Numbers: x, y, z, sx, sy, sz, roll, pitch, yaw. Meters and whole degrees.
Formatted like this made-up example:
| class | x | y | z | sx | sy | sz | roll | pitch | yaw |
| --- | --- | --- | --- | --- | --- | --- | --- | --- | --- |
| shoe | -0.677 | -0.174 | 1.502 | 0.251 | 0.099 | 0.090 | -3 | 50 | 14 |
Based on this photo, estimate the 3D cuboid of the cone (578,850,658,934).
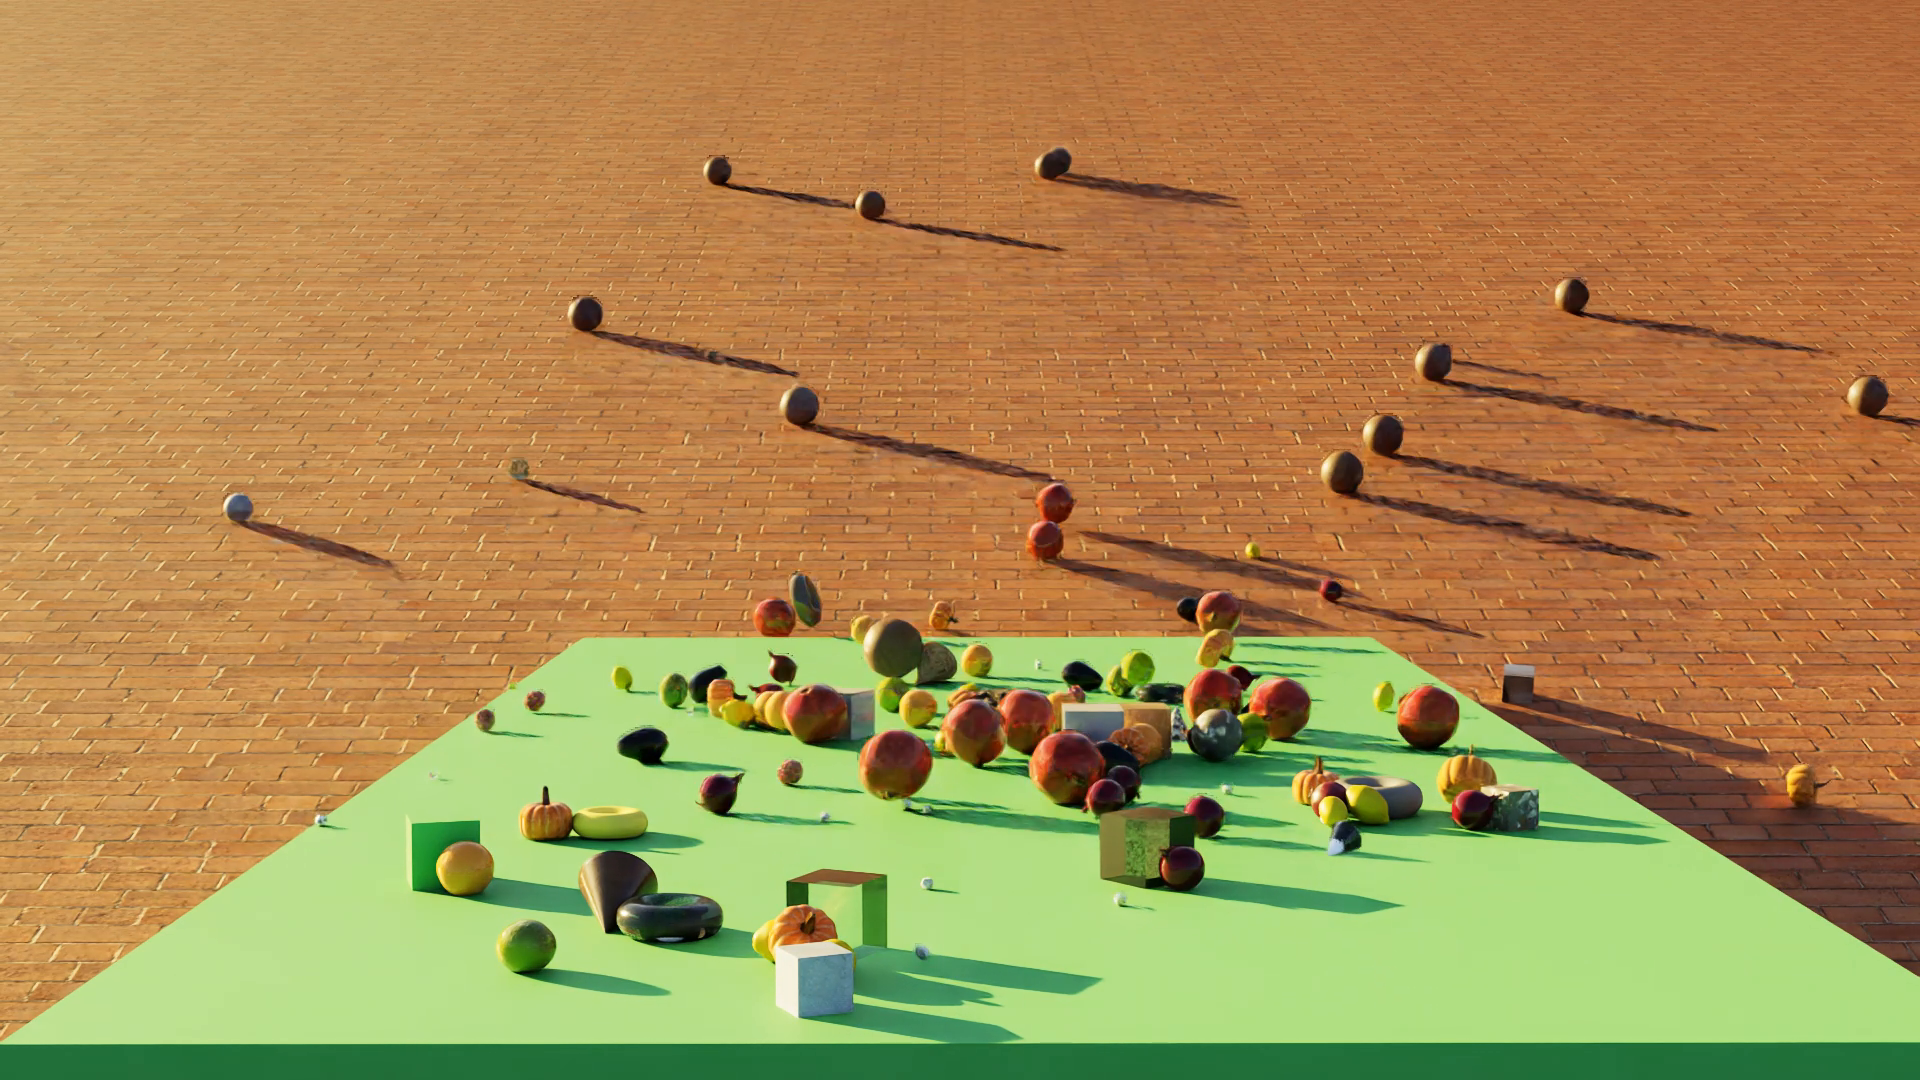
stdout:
| class | x | y | z | sx | sy | sz | roll | pitch | yaw |
| --- | --- | --- | --- | --- | --- | --- | --- | --- | --- |
| cone | -0.417 | 0.441 | 3.077 | 0.098 | 0.098 | 0.098 | 1 | 30 | 2 |

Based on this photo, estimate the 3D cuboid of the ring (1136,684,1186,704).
| class | x | y | z | sx | sy | sz | roll | pitch | yaw |
| --- | --- | --- | --- | --- | --- | --- | --- | --- | --- |
| ring | 0.410 | 0.312 | 5.225 | 0.102 | 0.034 | 0.102 | -1 | 3 | 0 |

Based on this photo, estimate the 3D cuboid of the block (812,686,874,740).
| class | x | y | z | sx | sy | sz | roll | pitch | yaw |
| --- | --- | --- | --- | --- | --- | --- | --- | --- | --- |
| block | -0.215 | 0.318 | 4.720 | 0.085 | 0.085 | 0.085 | 2 | 4 | 29 |

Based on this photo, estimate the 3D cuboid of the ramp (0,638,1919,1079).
| class | x | y | z | sx | sy | sz | roll | pitch | yaw |
| --- | --- | --- | --- | --- | --- | --- | --- | --- | --- |
| ramp | 0.047 | 0.422 | 4.534 | 2.000 | 0.100 | 4.000 | 0 | 4 | 0 |

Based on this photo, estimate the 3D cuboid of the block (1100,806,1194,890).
| class | x | y | z | sx | sy | sz | roll | pitch | yaw |
| --- | --- | --- | --- | --- | --- | --- | --- | --- | --- |
| block | 0.245 | 0.402 | 3.358 | 0.087 | 0.087 | 0.087 | -3 | 5 | -39 |

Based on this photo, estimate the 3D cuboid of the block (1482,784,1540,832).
| class | x | y | z | sx | sy | sz | roll | pitch | yaw |
| --- | --- | --- | --- | --- | --- | --- | --- | --- | --- |
| block | 0.804 | 0.391 | 3.752 | 0.058 | 0.058 | 0.058 | -2 | 4 | -29 |

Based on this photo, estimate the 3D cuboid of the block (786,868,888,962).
| class | x | y | z | sx | sy | sz | roll | pitch | yaw |
| --- | --- | --- | --- | --- | --- | --- | --- | --- | --- |
| block | -0.141 | 0.429 | 2.940 | 0.085 | 0.085 | 0.085 | 2 | 4 | 26 |

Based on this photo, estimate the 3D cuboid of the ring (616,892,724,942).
| class | x | y | z | sx | sy | sz | roll | pitch | yaw |
| --- | --- | --- | --- | --- | --- | --- | --- | --- | --- |
| ring | -0.342 | 0.445 | 3.029 | 0.127 | 0.042 | 0.127 | 1 | 3 | 0 |

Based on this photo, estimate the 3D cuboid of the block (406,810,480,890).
| class | x | y | z | sx | sy | sz | roll | pitch | yaw |
| --- | --- | --- | --- | --- | --- | --- | --- | --- | --- |
| block | -0.673 | 0.403 | 3.344 | 0.087 | 0.087 | 0.087 | -1 | 4 | -17 |

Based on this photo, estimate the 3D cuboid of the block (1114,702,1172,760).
| class | x | y | z | sx | sy | sz | roll | pitch | yaw |
| --- | --- | --- | --- | --- | --- | --- | --- | --- | --- |
| block | 0.318 | 0.332 | 4.472 | 0.087 | 0.087 | 0.087 | 0 | 4 | -4 |

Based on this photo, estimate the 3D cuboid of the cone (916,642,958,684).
| class | x | y | z | sx | sy | sz | roll | pitch | yaw |
| --- | --- | --- | --- | --- | --- | --- | --- | --- | --- |
| cone | -0.072 | 0.287 | 5.544 | 0.099 | 0.099 | 0.099 | 10 | 35 | 26 |

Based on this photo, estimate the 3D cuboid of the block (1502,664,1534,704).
| class | x | y | z | sx | sy | sz | roll | pitch | yaw |
| --- | --- | --- | --- | --- | --- | --- | --- | --- | --- |
| block | 1.390 | 0.359 | 6.394 | 0.074 | 0.074 | 0.074 | 4 | 20 | 12 |

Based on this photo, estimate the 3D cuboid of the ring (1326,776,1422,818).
| class | x | y | z | sx | sy | sz | roll | pitch | yaw |
| --- | --- | --- | --- | --- | --- | --- | --- | --- | --- |
| ring | 0.625 | 0.389 | 3.877 | 0.146 | 0.049 | 0.146 | -1 | 5 | 0 |

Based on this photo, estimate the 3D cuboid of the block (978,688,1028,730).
| class | x | y | z | sx | sy | sz | roll | pitch | yaw |
| --- | --- | --- | --- | --- | --- | --- | --- | --- | --- |
| block | 0.080 | 0.318 | 4.848 | 0.068 | 0.068 | 0.068 | -3 | 5 | -41 |

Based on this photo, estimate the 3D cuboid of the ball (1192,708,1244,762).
| class | x | y | z | sx | sy | sz | roll | pitch | yaw |
| --- | --- | --- | --- | --- | --- | --- | --- | --- | --- |
| ball | 0.442 | 0.334 | 4.409 | 0.090 | 0.090 | 0.090 | 0 | 20 | 0 |

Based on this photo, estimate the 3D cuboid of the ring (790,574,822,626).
| class | x | y | z | sx | sy | sz | roll | pitch | yaw |
| --- | --- | --- | --- | --- | --- | --- | --- | --- | --- |
| ring | -0.395 | 0.154 | 6.573 | 0.047 | 0.141 | 0.141 | -19 | 17 | 11 |

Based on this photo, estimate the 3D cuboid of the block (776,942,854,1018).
| class | x | y | z | sx | sy | sz | roll | pitch | yaw |
| --- | --- | --- | --- | --- | --- | --- | --- | --- | --- |
| block | -0.152 | 0.457 | 2.674 | 0.062 | 0.062 | 0.062 | -2 | 4 | -26 |

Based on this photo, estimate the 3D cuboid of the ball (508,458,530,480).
| class | x | y | z | sx | sy | sz | roll | pitch | yaw |
| --- | --- | --- | --- | --- | --- | --- | --- | --- | --- |
| ball | -1.374 | -0.219 | 7.996 | 0.066 | 0.066 | 0.066 | 0 | 20 | 0 |

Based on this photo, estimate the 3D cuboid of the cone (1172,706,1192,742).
| class | x | y | z | sx | sy | sz | roll | pitch | yaw |
| --- | --- | --- | --- | --- | --- | --- | --- | --- | --- |
| cone | 0.394 | 0.332 | 4.670 | 0.063 | 0.063 | 0.063 | 0 | 4 | 0 |

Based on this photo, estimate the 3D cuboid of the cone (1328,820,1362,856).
| class | x | y | z | sx | sy | sz | roll | pitch | yaw |
| --- | --- | --- | --- | --- | --- | --- | --- | --- | --- |
| cone | 0.520 | 0.422 | 3.544 | 0.050 | 0.050 | 0.050 | 16 | 40 | 37 |

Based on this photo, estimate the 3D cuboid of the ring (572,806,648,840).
| class | x | y | z | sx | sy | sz | roll | pitch | yaw |
| --- | --- | --- | --- | --- | --- | --- | --- | --- | --- |
| ring | -0.504 | 0.407 | 3.693 | 0.110 | 0.037 | 0.110 | 1 | 3 | 0 |

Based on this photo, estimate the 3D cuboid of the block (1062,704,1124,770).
| class | x | y | z | sx | sy | sz | roll | pitch | yaw |
| --- | --- | --- | --- | --- | --- | --- | --- | --- | --- |
| block | 0.225 | 0.333 | 4.354 | 0.099 | 0.099 | 0.099 | 0 | 4 | 0 |

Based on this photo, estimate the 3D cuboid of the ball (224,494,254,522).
| class | x | y | z | sx | sy | sz | roll | pitch | yaw |
| --- | --- | --- | --- | --- | --- | --- | --- | --- | --- |
| ball | -2.143 | -0.095 | 7.628 | 0.085 | 0.085 | 0.085 | 0 | 20 | 0 |
